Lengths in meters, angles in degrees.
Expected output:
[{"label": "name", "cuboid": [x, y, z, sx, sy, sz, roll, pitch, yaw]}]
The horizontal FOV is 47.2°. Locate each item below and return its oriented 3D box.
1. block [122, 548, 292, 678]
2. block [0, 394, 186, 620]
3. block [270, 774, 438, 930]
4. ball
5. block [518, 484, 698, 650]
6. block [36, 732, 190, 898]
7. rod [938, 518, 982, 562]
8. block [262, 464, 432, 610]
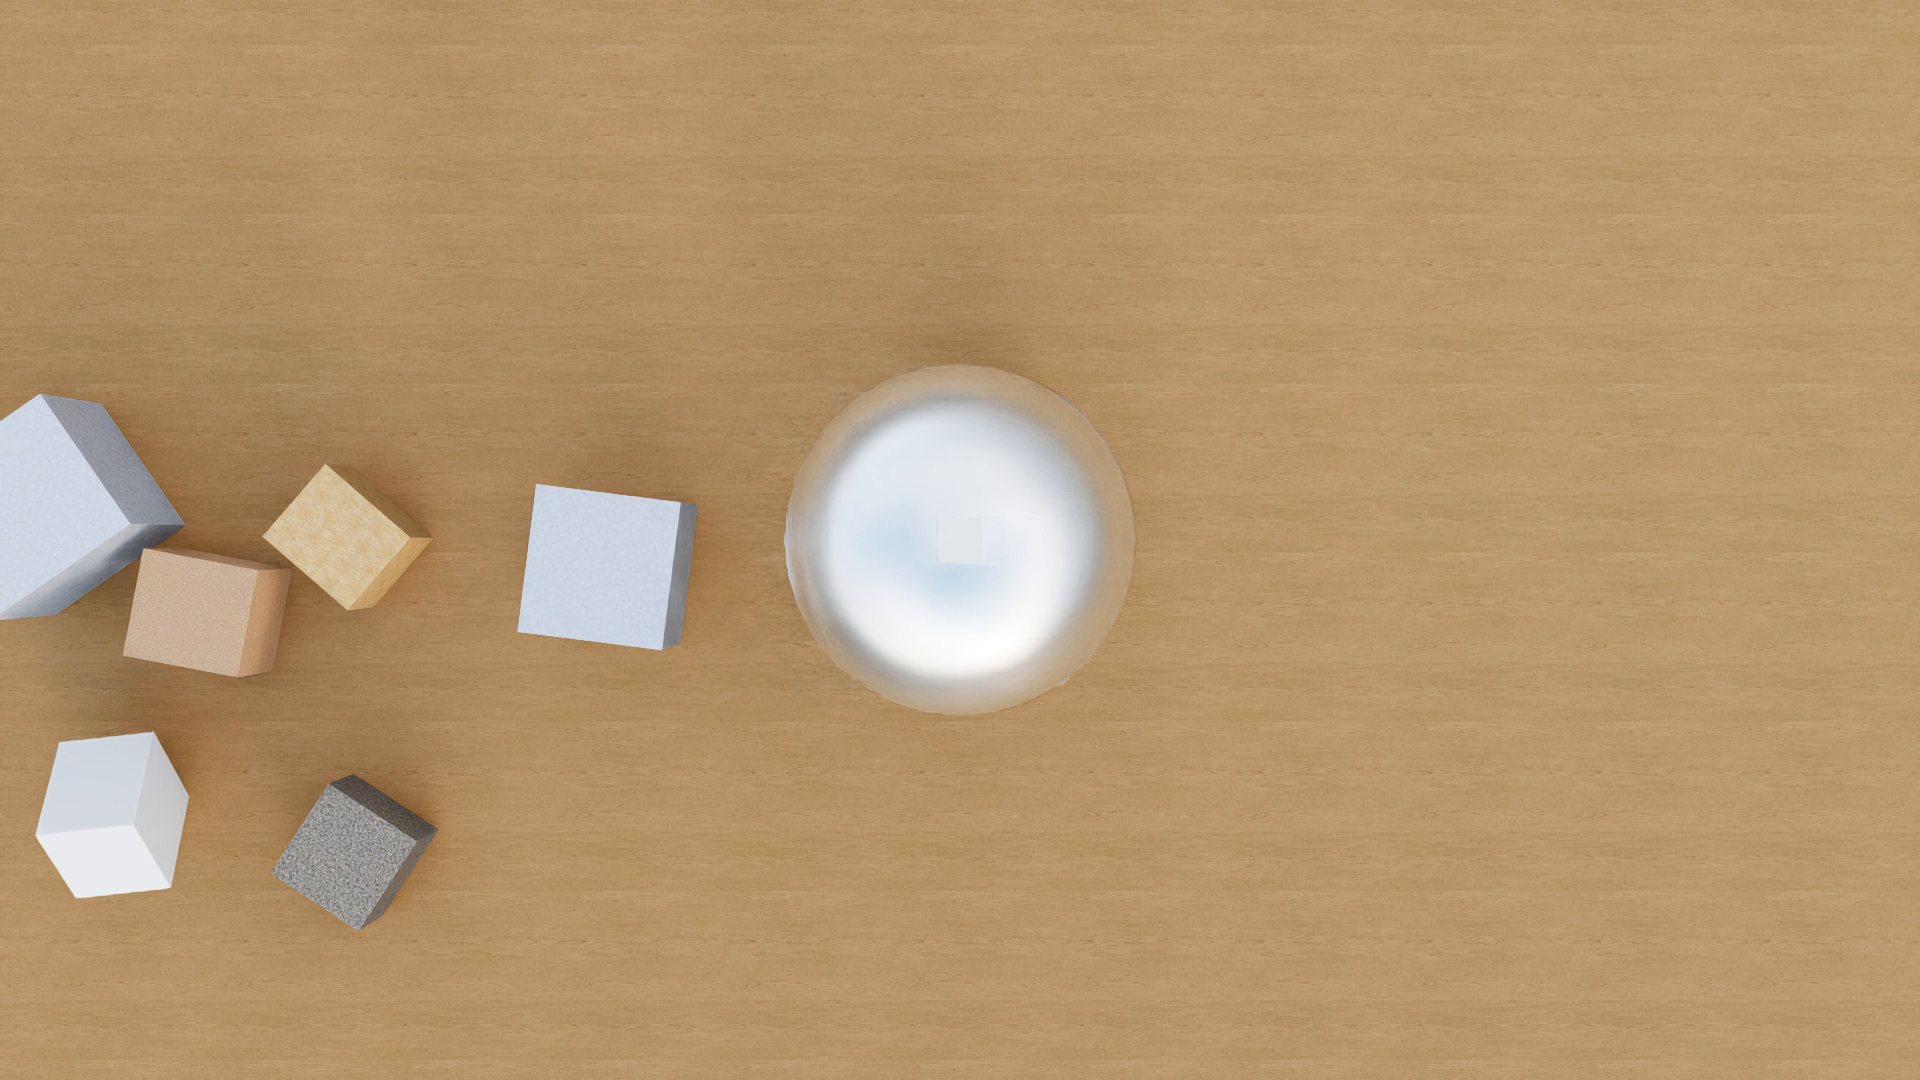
[{"label": "block", "cuboid": [-4.329, 0.410, 12.684, 0.656, 0.632, 0.613, 11, 90, 0]}, {"label": "block", "cuboid": [-5.212, -0.181, 12.565, 0.938, 0.869, 0.874, -35, 90, 0]}, {"label": "block", "cuboid": [-3.498, 1.801, 12.741, 0.600, 0.519, 0.608, 33, 90, 0]}, {"label": "ball", "cuboid": [0.000, 0.000, 10.018, 1.600, 1.600, 1.600, 0, 90, 0]}, {"label": "block", "cuboid": [-1.998, 0.150, 12.586, 0.806, 0.827, 0.825, 7, 90, 0]}, {"label": "block", "cuboid": [-4.823, 1.570, 12.553, 0.543, 0.614, 0.652, -6, 47, 0]}, {"label": "rod", "cuboid": [0.000, 0.000, 6.618, 0.080, 5.200, 0.080, 0, 90, 0]}, {"label": "block", "cuboid": [-3.531, -0.017, 12.726, 0.639, 0.548, 0.544, 41, 90, 0]}]
